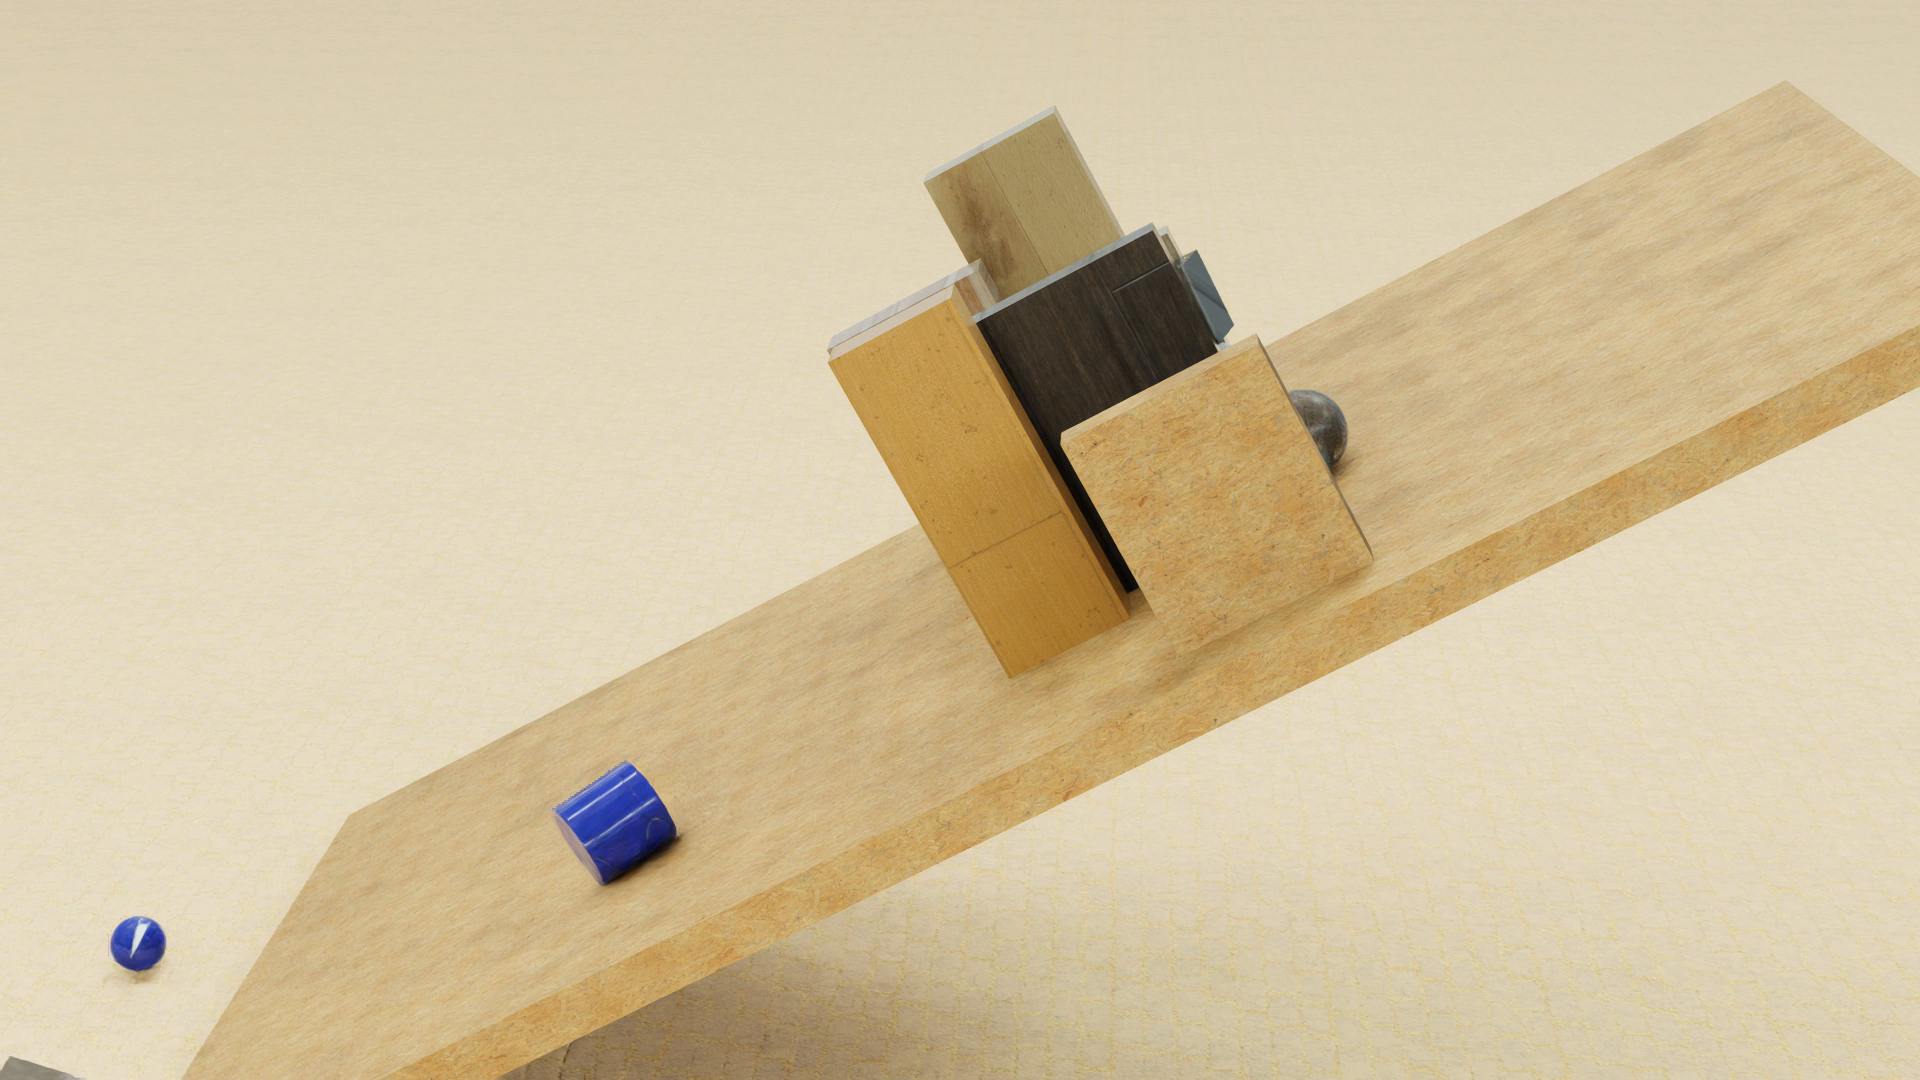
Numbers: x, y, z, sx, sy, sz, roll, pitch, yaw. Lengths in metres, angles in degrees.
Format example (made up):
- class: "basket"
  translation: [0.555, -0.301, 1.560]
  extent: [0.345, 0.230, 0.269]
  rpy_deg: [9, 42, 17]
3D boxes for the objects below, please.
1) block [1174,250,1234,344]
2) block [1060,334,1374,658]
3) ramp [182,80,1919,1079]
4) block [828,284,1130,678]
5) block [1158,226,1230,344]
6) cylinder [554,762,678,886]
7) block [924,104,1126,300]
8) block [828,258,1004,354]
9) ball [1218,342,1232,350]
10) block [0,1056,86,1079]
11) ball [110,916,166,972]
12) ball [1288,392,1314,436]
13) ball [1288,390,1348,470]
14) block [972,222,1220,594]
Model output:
- class: "block"
  translation: [0.422, -0.455, 5.913]
  extent: [0.172, 0.172, 0.172]
  rpy_deg: [-24, 9, 21]
- class: "block"
  translation: [0.467, -0.078, 5.337]
  extent: [0.397, 0.459, 0.081]
  rpy_deg: [-27, 14, 11]
- class: "ramp"
  translation: [0.141, 0.167, 6.282]
  extent: [4.000, 0.100, 2.000]
  rpy_deg: [-27, 14, 11]
- class: "block"
  translation: [0.043, -0.110, 5.735]
  extent: [0.270, 0.727, 0.115]
  rpy_deg: [-27, 14, 11]
- class: "block"
  translation: [0.416, -0.362, 6.295]
  extent: [0.334, 0.521, 0.084]
  rpy_deg: [-27, 14, 11]
- class: "cylinder"
  translation: [-0.698, 0.575, 5.959]
  extent: [0.180, 0.180, 0.180]
  rpy_deg: [-34, 30, -17]
- class: "block"
  translation: [0.255, -0.582, 6.844]
  extent: [0.339, 0.779, 0.114]
  rpy_deg: [-27, 14, 11]
- class: "block"
  translation: [0.010, -0.298, 6.776]
  extent: [0.393, 0.571, 0.128]
  rpy_deg: [-27, 14, 11]
- class: "ball"
  translation: [0.522, -0.300, 5.948]
  extent: [0.201, 0.201, 0.201]
  rpy_deg: [0, 18, 0]
- class: "block"
  translation: [-1.875, 1.201, 5.938]
  extent: [0.199, 0.199, 0.199]
  rpy_deg: [19, 15, -7]
- class: "ball"
  translation: [-1.936, 0.951, 6.930]
  extent: [0.130, 0.130, 0.130]
  rpy_deg: [0, 18, 0]
- class: "ball"
  translation: [0.674, -0.244, 6.170]
  extent: [0.134, 0.134, 0.134]
  rpy_deg: [0, 18, 0]
- class: "ball"
  translation: [0.692, -0.214, 5.933]
  extent: [0.181, 0.181, 0.181]
  rpy_deg: [0, 18, 0]
- class: "block"
  translation: [0.332, -0.245, 5.828]
  extent: [0.445, 0.631, 0.081]
  rpy_deg: [-27, 14, 11]
